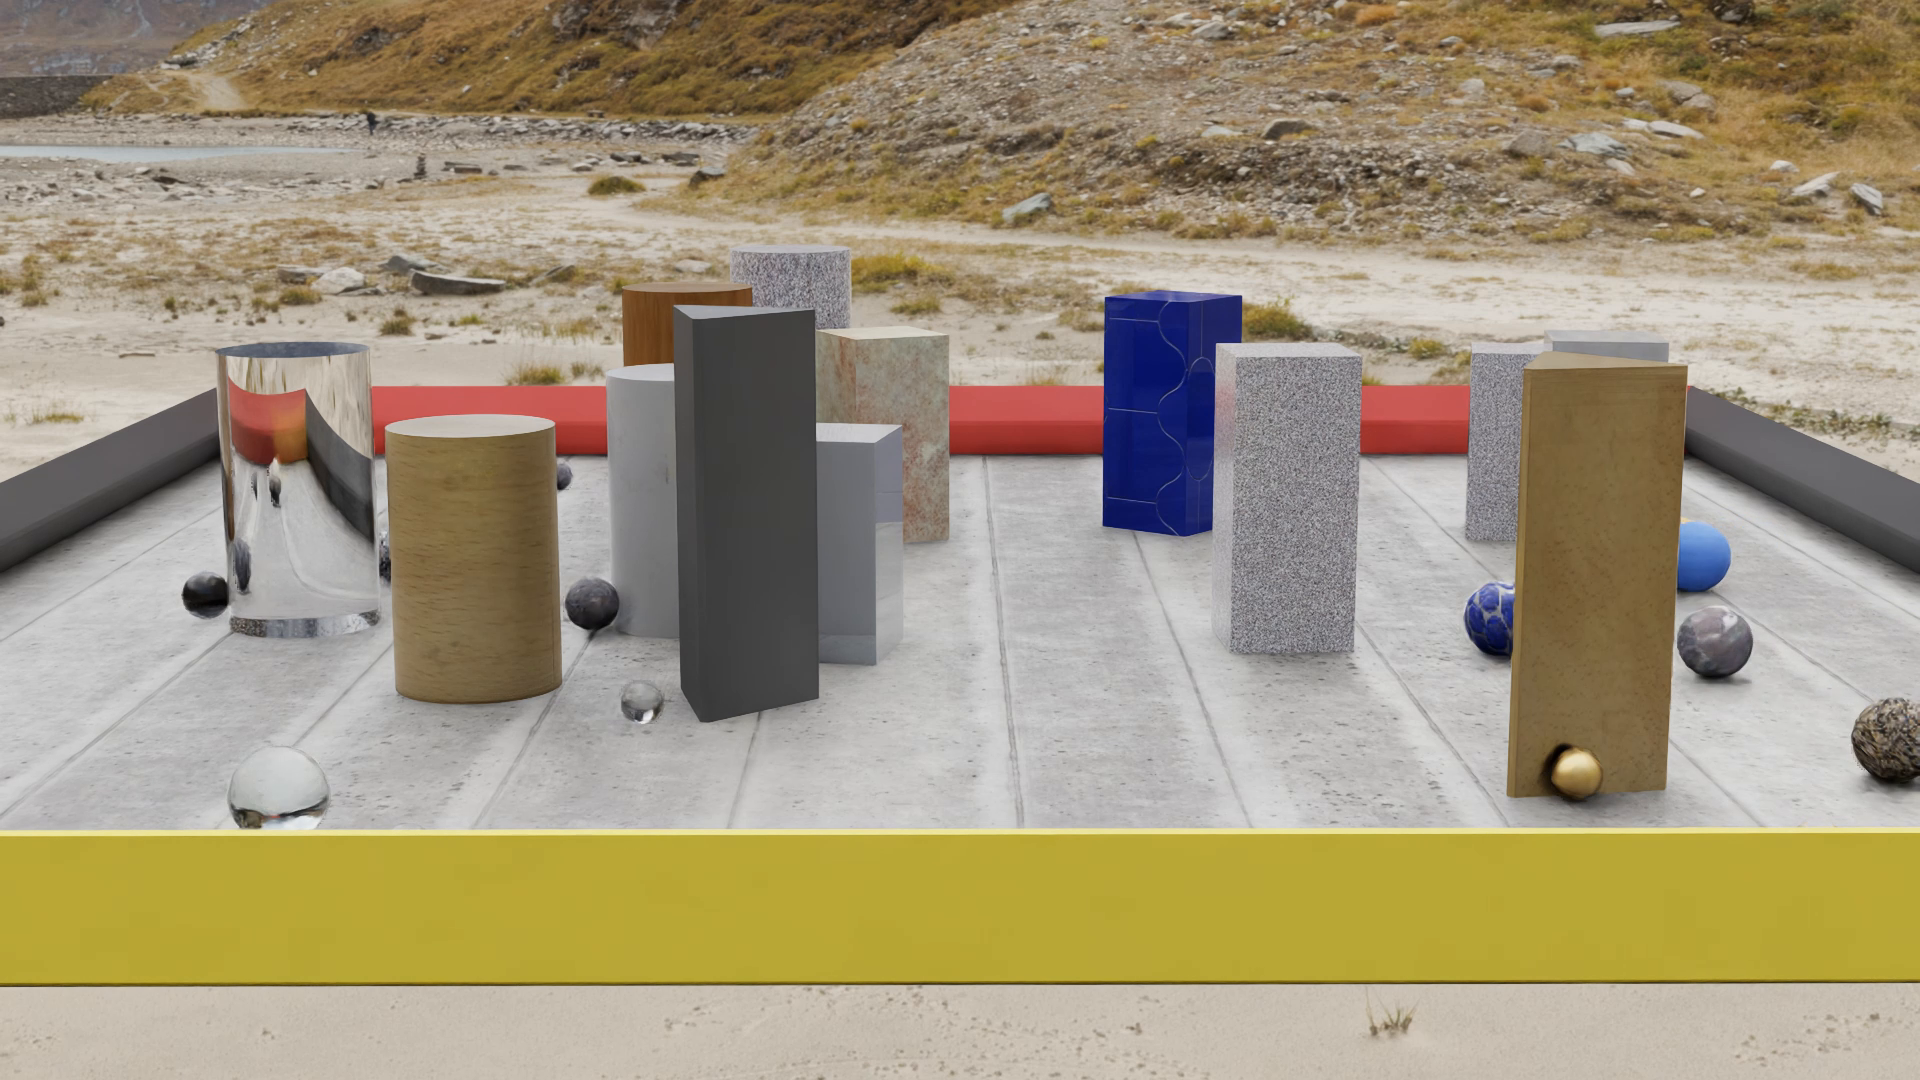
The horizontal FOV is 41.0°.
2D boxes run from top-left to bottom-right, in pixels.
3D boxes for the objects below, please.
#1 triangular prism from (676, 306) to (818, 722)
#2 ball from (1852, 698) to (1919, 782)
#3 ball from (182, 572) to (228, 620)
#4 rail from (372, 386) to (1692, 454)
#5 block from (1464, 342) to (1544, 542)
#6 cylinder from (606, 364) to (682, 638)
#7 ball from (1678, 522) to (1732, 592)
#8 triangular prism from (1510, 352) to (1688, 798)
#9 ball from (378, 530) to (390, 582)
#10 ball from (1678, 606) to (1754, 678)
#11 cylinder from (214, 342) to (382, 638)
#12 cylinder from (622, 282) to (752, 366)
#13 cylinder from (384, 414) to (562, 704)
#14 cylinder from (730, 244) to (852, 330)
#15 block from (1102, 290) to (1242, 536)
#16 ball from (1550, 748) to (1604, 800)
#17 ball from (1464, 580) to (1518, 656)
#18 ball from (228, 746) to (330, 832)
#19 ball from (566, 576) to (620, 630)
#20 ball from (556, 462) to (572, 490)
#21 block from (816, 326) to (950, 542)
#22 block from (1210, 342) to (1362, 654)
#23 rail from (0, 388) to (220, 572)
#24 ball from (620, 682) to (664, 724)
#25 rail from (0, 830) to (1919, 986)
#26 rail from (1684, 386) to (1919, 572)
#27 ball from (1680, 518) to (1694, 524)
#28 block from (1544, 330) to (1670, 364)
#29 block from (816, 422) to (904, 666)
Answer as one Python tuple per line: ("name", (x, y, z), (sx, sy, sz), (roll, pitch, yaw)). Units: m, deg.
("triangular prism", (-0.277, -0.038, 2.945), (0.170, 0.453, 0.147), (-10, 14, -43))
("ball", (0.963, 0.205, 2.639), (0.086, 0.086, 0.086), (0, 11, 0))
("ball", (-0.995, 0.073, 3.386), (0.063, 0.063, 0.063), (0, 11, 0))
("rail", (-0.008, -0.223, 4.831), (2.785, 0.127, 0.045), (0, 11, 0))
("block", (0.876, -0.155, 4.019), (0.157, 0.291, 0.157), (2, 11, 10))
("cylinder", (-0.362, -0.055, 3.365), (0.196, 0.333, 0.196), (0, 11, 0))
("ball", (1.028, 0.023, 3.589), (0.098, 0.098, 0.098), (0, 11, 0))
("triangular prism", (0.624, 0.030, 2.631), (0.170, 0.433, 0.147), (-2, 11, -10))
("ball", (-0.801, 0.022, 3.650), (0.077, 0.077, 0.077), (0, 11, 0))
("ball", (0.907, 0.122, 3.082), (0.088, 0.088, 0.088), (0, 11, 0))
("cylinder", (-0.865, -0.069, 3.362), (0.196, 0.362, 0.196), (0, 11, 0))
("cylinder", (-0.412, -0.188, 3.908), (0.196, 0.396, 0.196), (0, 11, 0))
("cylinder", (-0.572, 0.019, 3.025), (0.196, 0.311, 0.196), (0, 11, 0))
("cylinder", (-0.273, -0.255, 4.165), (0.196, 0.434, 0.196), (0, 11, 0))
("block", (0.337, -0.205, 4.081), (0.157, 0.366, 0.157), (8, 13, 37))
("ball", (0.616, 0.233, 2.560), (0.052, 0.052, 0.052), (0, 11, 0))
("ball", (0.675, 0.098, 3.195), (0.095, 0.095, 0.095), (0, 11, 0))
("ball", (-0.644, 0.241, 2.425), (0.093, 0.093, 0.093), (0, 11, 0))
("ball", (-0.476, 0.082, 3.323), (0.069, 0.069, 0.069), (0, 11, 0))
("ball", (-0.696, -0.111, 4.440), (0.050, 0.050, 0.050), (0, 11, 0))
("block", (-0.121, -0.165, 3.997), (0.157, 0.318, 0.157), (-5, 12, -26))
("block", (0.412, -0.056, 3.261), (0.157, 0.373, 0.157), (-1, 11, -3))
("rail", (-1.369, 0.034, 3.441), (0.045, 0.127, 2.858), (0, 11, 0))
("ball", (-0.356, 0.182, 2.870), (0.048, 0.048, 0.048), (0, 11, 0))
("rail", (0.008, 0.289, 2.067), (2.785, 0.127, 0.045), (0, 11, 0))
("rail", (1.369, 0.031, 3.457), (0.045, 0.127, 2.858), (0, 11, 0))
("ball", (1.035, 0.010, 3.691), (0.085, 0.085, 0.085), (0, 11, 0))
("block", (0.911, -0.117, 3.653), (0.157, 0.349, 0.157), (2, 11, 8))
("block", (-0.165, 0.001, 3.215), (0.157, 0.276, 0.157), (2, 11, 11))
